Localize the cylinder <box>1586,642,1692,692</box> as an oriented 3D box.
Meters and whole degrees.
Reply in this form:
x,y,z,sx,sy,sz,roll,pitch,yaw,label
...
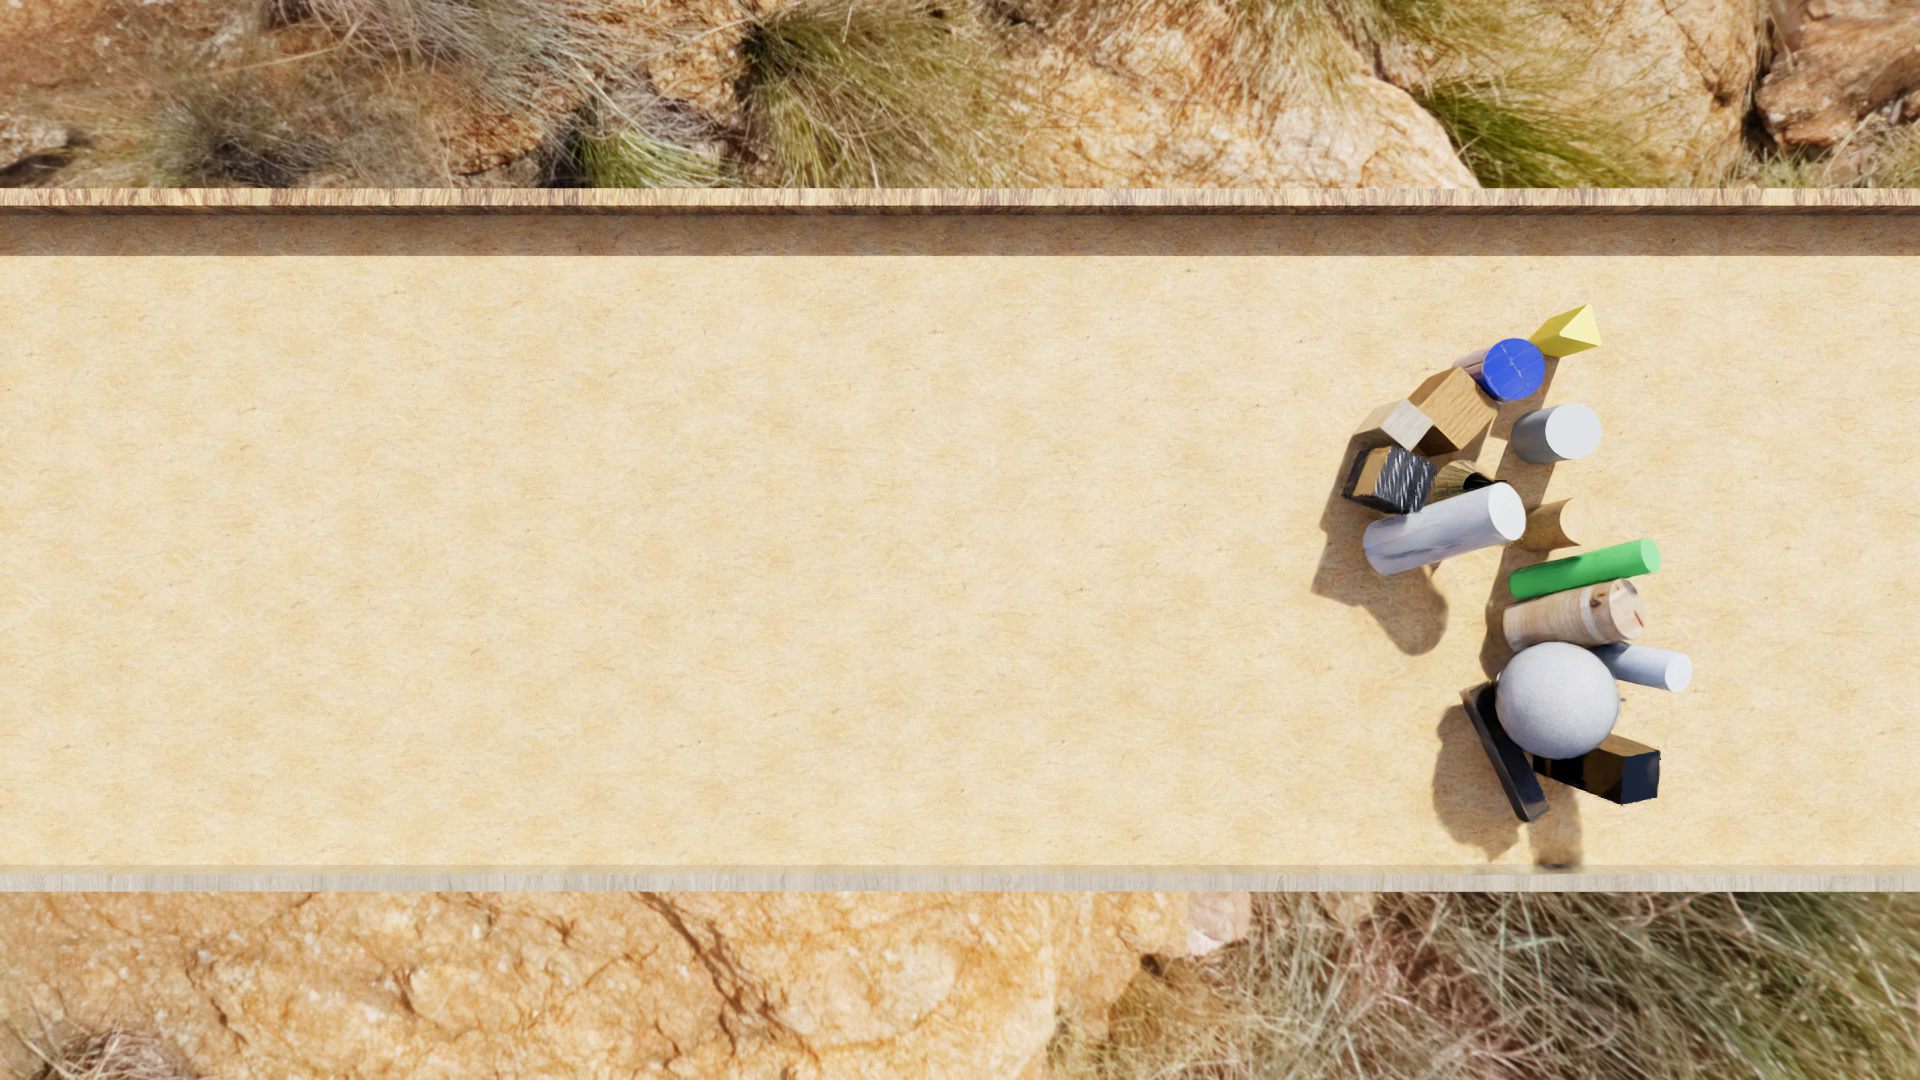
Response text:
x,y,z,sx,sy,sz,roll,pitch,yaw,label
1.944,0.356,4.869,0.113,0.412,0.113,-4,98,-29,cylinder

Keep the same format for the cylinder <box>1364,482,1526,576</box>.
x,y,z,sx,sy,sz,roll,pitch,yaw,label
1.418,-0.028,4.849,0.169,0.450,0.169,12,69,-34,cylinder

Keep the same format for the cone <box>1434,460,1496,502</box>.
x,y,z,sx,sy,sz,roll,pitch,yaw,label
1.546,-0.159,4.908,0.177,0.338,0.177,0,90,0,cone

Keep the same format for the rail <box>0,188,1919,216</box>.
x,y,z,sx,sy,sz,roll,pitch,yaw,label
-2.247,-1.025,5.002,12.000,0.150,0.050,0,90,0,rail

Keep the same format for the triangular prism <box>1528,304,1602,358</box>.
x,y,z,sx,sy,sz,roll,pitch,yaw,label
1.802,-0.629,4.916,0.124,0.321,0.107,15,90,0,triangular prism

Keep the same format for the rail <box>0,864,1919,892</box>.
x,y,z,sx,sy,sz,roll,pitch,yaw,label
-2.247,1.025,5.001,12.000,0.150,0.050,0,90,0,rail

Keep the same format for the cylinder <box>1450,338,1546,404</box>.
x,y,z,sx,sy,sz,roll,pitch,yaw,label
1.589,-0.491,4.902,0.177,0.348,0.177,0,90,0,cylinder

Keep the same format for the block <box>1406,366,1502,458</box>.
x,y,z,sx,sy,sz,roll,pitch,yaw,label
1.444,-0.380,4.923,0.175,0.304,0.175,44,89,0,block

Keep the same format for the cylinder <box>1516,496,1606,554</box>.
x,y,z,sx,sy,sz,roll,pitch,yaw,label
1.778,-0.043,4.902,0.138,0.335,0.138,0,85,-4,cylinder

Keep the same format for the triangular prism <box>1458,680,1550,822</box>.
x,y,z,sx,sy,sz,roll,pitch,yaw,label
1.622,0.639,4.939,0.099,0.086,0.423,-27,85,27,triangular prism

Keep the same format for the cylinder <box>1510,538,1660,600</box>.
x,y,z,sx,sy,sz,roll,pitch,yaw,label
1.842,0.091,4.881,0.100,0.432,0.100,13,69,-36,cylinder

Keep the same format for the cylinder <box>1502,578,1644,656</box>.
x,y,z,sx,sy,sz,roll,pitch,yaw,label
1.812,0.237,4.883,0.177,0.357,0.177,12,70,-35,cylinder

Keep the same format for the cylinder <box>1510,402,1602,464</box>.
x,y,z,sx,sy,sz,roll,pitch,yaw,label
1.777,-0.316,4.926,0.164,0.301,0.164,0,90,0,cylinder

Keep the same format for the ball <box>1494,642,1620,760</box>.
x,y,z,sx,sy,sz,roll,pitch,yaw,label
1.724,0.464,4.768,0.339,0.339,0.339,0,90,0,ball

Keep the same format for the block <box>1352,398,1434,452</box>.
x,y,z,sx,sy,sz,roll,pitch,yaw,label
1.284,-0.329,4.908,0.111,0.335,0.111,40,89,0,block

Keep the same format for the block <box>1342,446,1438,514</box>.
x,y,z,sx,sy,sz,roll,pitch,yaw,label
1.273,-0.174,4.903,0.149,0.342,0.149,22,90,-2,block

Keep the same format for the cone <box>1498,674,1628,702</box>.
x,y,z,sx,sy,sz,roll,pitch,yaw,label
1.816,0.469,4.957,0.382,0.113,0.113,2,90,20,cone

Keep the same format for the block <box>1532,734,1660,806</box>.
x,y,z,sx,sy,sz,roll,pitch,yaw,label
1.879,0.654,4.882,0.143,0.340,0.143,-6,102,-26,block
